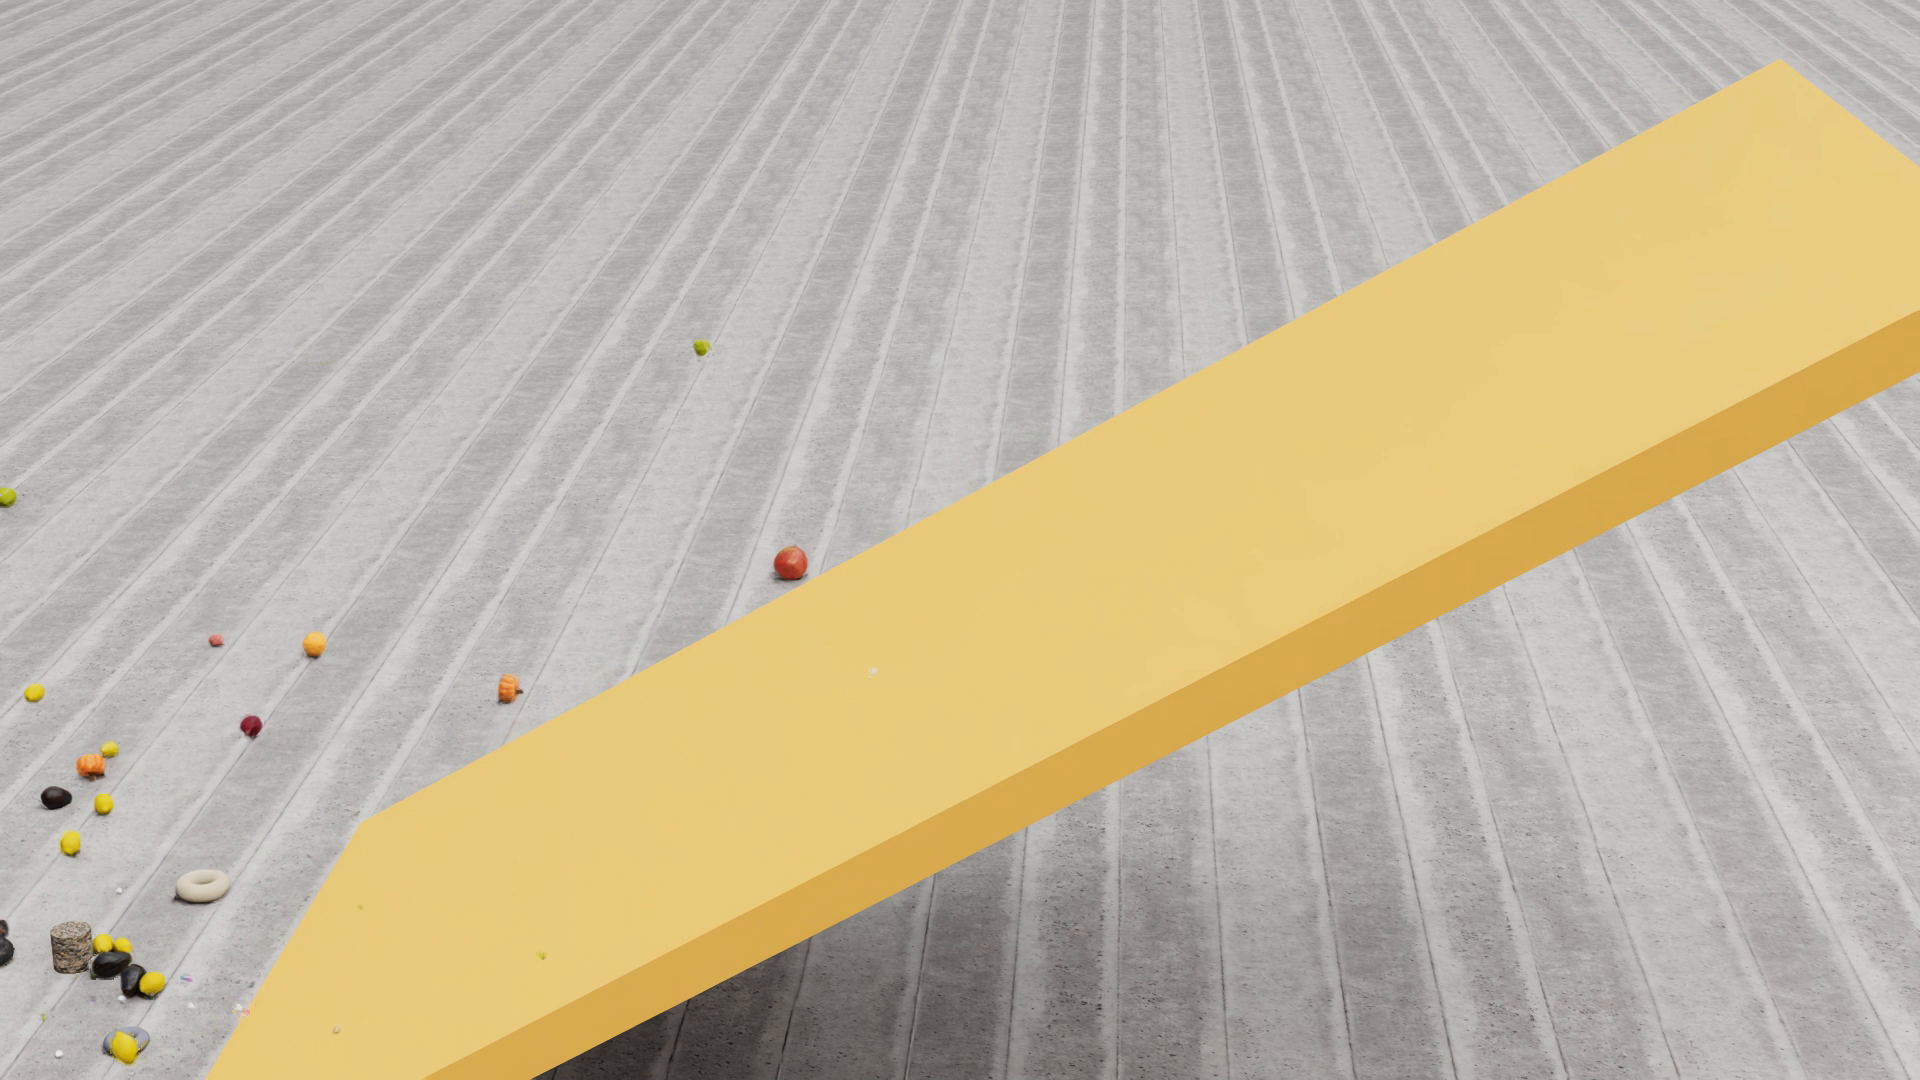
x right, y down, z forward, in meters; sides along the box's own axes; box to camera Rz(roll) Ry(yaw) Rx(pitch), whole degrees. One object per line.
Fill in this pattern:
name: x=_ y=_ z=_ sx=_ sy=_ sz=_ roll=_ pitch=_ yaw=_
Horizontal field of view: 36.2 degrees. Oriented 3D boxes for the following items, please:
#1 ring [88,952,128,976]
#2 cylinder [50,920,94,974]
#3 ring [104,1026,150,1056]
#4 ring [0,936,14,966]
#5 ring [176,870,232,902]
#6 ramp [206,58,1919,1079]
ring: x=-2.034 y=1.013 z=7.018 sx=0.094 sy=0.031 sz=0.094 roll=-1 pitch=20 yaw=0
cylinder: x=-2.122 y=0.974 z=7.032 sx=0.094 sy=0.094 sz=0.094 roll=0 pitch=19 yaw=0
ring: x=-1.885 y=1.134 z=6.652 sx=0.103 sy=0.034 sz=0.103 roll=-1 pitch=18 yaw=0
ring: x=-2.339 y=0.992 z=7.061 sx=0.131 sy=0.044 sz=0.131 roll=0 pitch=20 yaw=0
ring: x=-1.907 y=0.872 z=7.416 sx=0.136 sy=0.045 sz=0.136 roll=1 pitch=19 yaw=0
ramp: x=0.142 y=0.168 z=6.285 sx=4.000 sy=0.100 sz=2.000 roll=-28 pitch=15 yaw=12
